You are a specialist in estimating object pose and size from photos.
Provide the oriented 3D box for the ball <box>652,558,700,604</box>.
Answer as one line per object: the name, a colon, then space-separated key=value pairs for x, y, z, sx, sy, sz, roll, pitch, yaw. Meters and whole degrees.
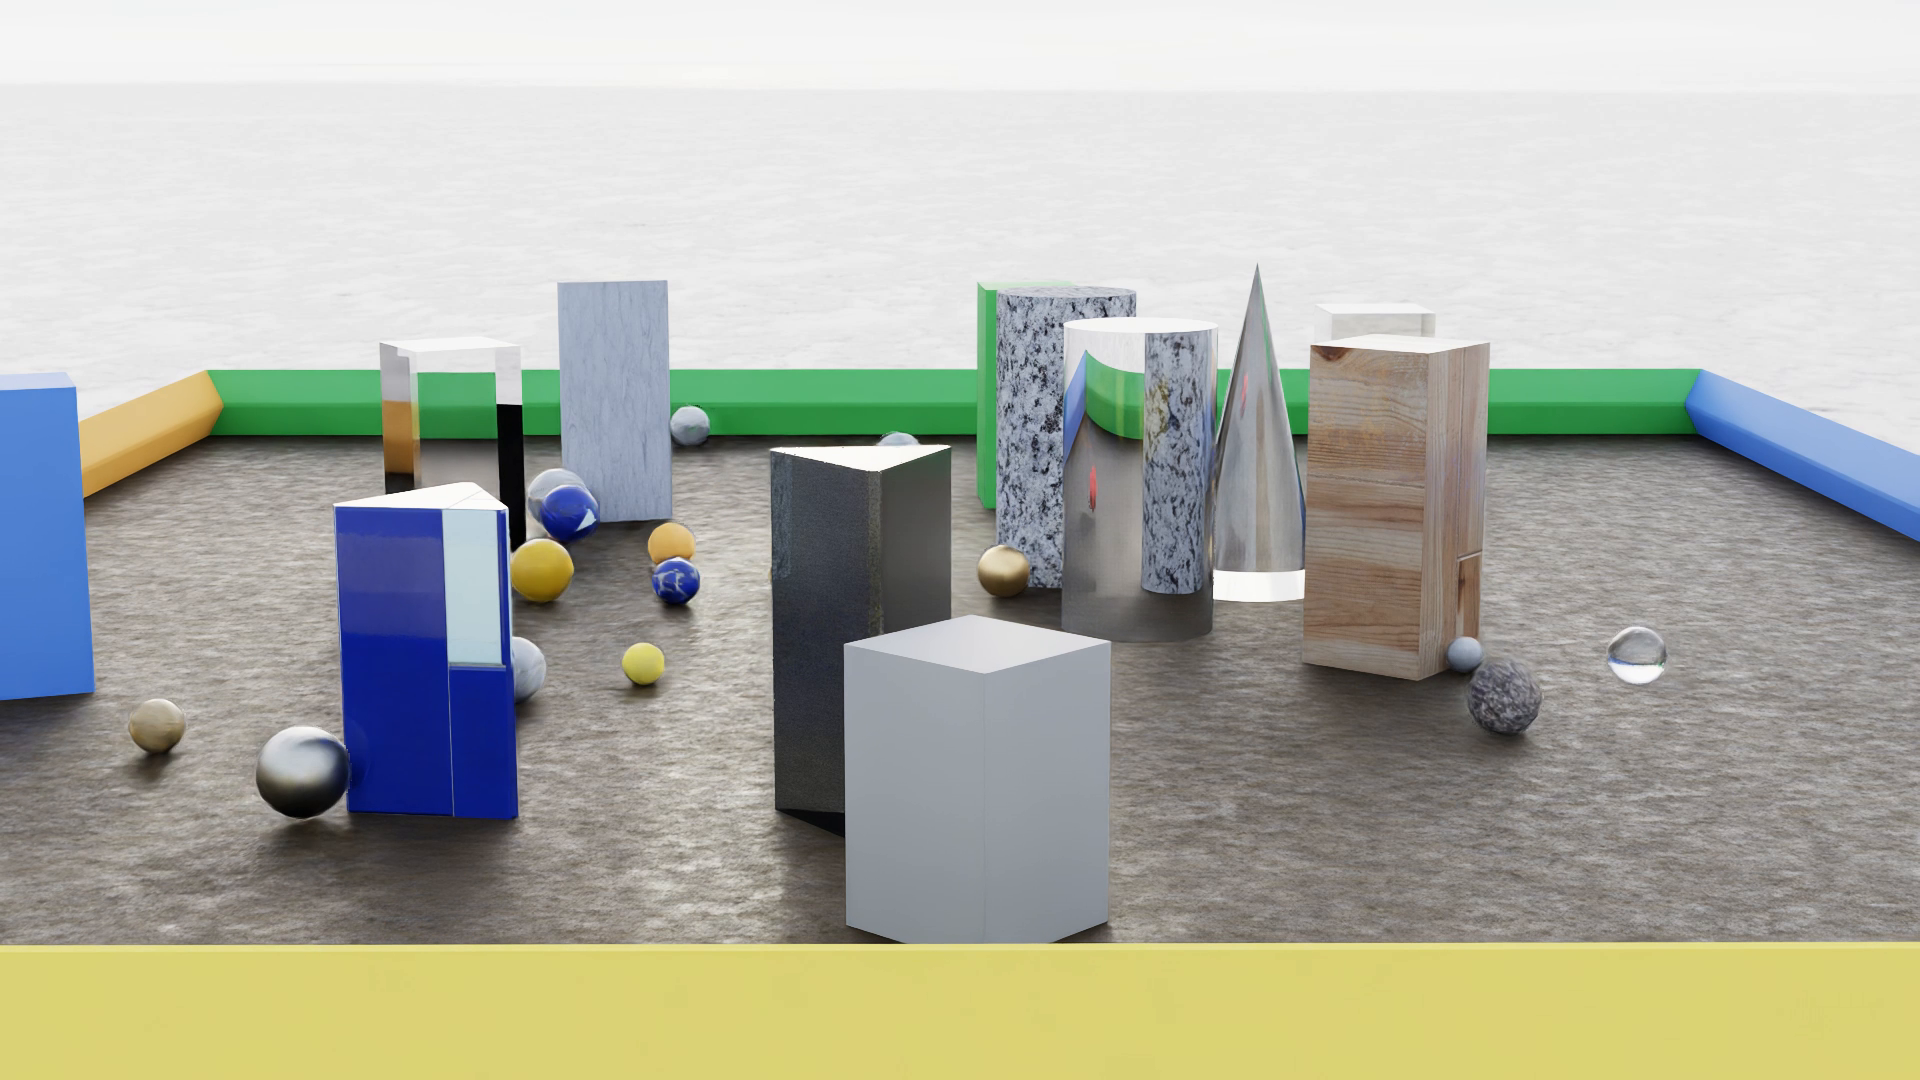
ball: x=-0.388 y=0.056 z=3.507 sx=0.065 sy=0.065 sz=0.065 roll=0 pitch=10 yaw=0

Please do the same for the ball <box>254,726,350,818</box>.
ball: x=-0.641 y=0.226 z=2.499 sx=0.090 sy=0.090 sz=0.090 roll=0 pitch=10 yaw=0

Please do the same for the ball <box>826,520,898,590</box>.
ball: x=-0.138 y=0.021 z=3.600 sx=0.100 sy=0.100 sz=0.100 roll=0 pitch=10 yaw=0

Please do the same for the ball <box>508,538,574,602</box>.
ball: x=-0.575 y=0.042 z=3.524 sx=0.088 sy=0.088 sz=0.088 roll=0 pitch=10 yaw=0

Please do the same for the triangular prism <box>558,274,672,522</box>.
triangular prism: x=-0.571 y=-0.235 z=4.195 sx=0.173 sy=0.388 sz=0.149 roll=-3 pitch=11 yaw=-14

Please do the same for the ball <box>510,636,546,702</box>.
ball: x=-0.518 y=0.150 z=2.971 sx=0.076 sy=0.076 sz=0.076 roll=0 pitch=10 yaw=0

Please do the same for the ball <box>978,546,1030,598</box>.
ball: x=0.061 y=0.043 z=3.557 sx=0.072 sy=0.072 sz=0.072 roll=0 pitch=10 yaw=0

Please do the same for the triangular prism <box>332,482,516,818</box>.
triangular prism: x=-0.512 y=0.106 z=2.572 sx=0.173 sy=0.308 sz=0.149 roll=1 pitch=11 yaw=7

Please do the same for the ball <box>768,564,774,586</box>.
ball: x=-0.247 y=0.049 z=3.603 sx=0.044 sy=0.044 sz=0.044 roll=0 pitch=10 yaw=0

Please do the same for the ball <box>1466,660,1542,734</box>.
ball: x=0.600 y=0.174 z=2.828 sx=0.081 sy=0.081 sz=0.081 roll=0 pitch=10 yaw=0

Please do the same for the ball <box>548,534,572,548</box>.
ball: x=-0.610 y=-0.008 z=3.922 sx=0.042 sy=0.042 sz=0.042 roll=0 pitch=10 yaw=0

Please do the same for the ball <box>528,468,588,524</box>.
ball: x=-0.639 y=-0.065 z=4.077 sx=0.097 sy=0.097 sz=0.097 roll=0 pitch=10 yaw=0

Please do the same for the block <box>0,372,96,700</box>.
block: x=-1.123 y=-0.007 z=3.032 sx=0.159 sy=0.362 sz=0.159 roll=-4 pitch=11 yaw=-23

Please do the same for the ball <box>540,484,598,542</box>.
ball: x=-0.585 y=-0.040 z=3.841 sx=0.087 sy=0.087 sz=0.087 roll=0 pitch=10 yaw=0

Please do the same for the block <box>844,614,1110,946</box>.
block: x=0.015 y=0.208 z=2.186 sx=0.159 sy=0.247 sz=0.159 roll=9 pitch=14 yaw=42

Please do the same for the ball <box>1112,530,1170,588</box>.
ball: x=0.255 y=0.028 z=3.620 sx=0.081 sy=0.081 sz=0.081 roll=0 pitch=10 yaw=0

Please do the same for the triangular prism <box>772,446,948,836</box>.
triangular prism: x=-0.071 y=0.093 z=2.495 sx=0.149 sy=0.360 sz=0.173 roll=-8 pitch=13 yaw=-36

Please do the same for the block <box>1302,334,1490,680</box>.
block: x=0.535 y=-0.045 z=3.151 sx=0.159 sy=0.394 sz=0.159 roll=8 pitch=13 yaw=37

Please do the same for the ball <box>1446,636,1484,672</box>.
ball: x=0.614 y=0.139 z=3.118 sx=0.044 sy=0.044 sz=0.044 roll=0 pitch=10 yaw=0

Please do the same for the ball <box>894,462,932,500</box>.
ball: x=-0.080 y=-0.101 z=4.358 sx=0.064 sy=0.064 sz=0.064 roll=0 pitch=10 yaw=0

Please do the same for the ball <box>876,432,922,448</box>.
ball: x=-0.107 y=-0.146 z=4.539 sx=0.088 sy=0.088 sz=0.088 roll=0 pitch=10 yaw=0

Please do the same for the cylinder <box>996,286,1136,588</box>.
cylinder: x=0.151 y=-0.151 z=3.682 sx=0.199 sy=0.410 sz=0.199 roll=0 pitch=10 yaw=0

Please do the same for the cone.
cone: x=0.411 y=-0.160 z=3.588 sx=0.199 sy=0.461 sz=0.199 roll=0 pitch=10 yaw=0

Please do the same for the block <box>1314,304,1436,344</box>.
block: x=0.644 y=-0.186 z=4.021 sx=0.159 sy=0.354 sz=0.159 roll=0 pitch=10 yaw=-2

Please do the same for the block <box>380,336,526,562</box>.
block: x=-0.757 y=-0.133 z=3.831 sx=0.159 sy=0.320 sz=0.159 roll=-6 pitch=12 yaw=-31

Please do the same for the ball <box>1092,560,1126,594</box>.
ball: x=0.207 y=0.051 z=3.581 sx=0.048 sy=0.048 sz=0.048 roll=0 pitch=10 yaw=0

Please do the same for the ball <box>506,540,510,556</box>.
ball: x=-0.687 y=0.017 z=3.690 sx=0.076 sy=0.076 sz=0.076 roll=0 pitch=10 yaw=0

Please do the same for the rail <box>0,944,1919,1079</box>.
rail: x=0.010 y=0.339 z=1.797 sx=2.984 sy=0.129 sz=0.045 roll=0 pitch=10 yaw=0

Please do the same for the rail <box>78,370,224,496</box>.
rail: x=-1.468 y=0.035 z=3.440 sx=0.045 sy=0.129 sz=3.406 roll=0 pitch=10 yaw=0

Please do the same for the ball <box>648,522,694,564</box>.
ball: x=-0.423 y=0.009 z=3.757 sx=0.068 sy=0.068 sz=0.068 roll=0 pitch=10 yaw=0

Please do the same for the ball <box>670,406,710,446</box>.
ball: x=-0.523 y=-0.220 z=4.964 sx=0.079 sy=0.079 sz=0.079 roll=0 pitch=10 yaw=0

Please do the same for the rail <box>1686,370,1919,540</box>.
rail: x=1.468 y=0.032 z=3.457 sx=0.045 sy=0.129 sz=3.406 roll=0 pitch=10 yaw=0

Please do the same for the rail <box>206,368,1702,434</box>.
rail: x=-0.010 y=-0.272 z=5.100 sx=2.984 sy=0.129 sz=0.045 roll=0 pitch=10 yaw=0

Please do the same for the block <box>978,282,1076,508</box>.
block: x=0.115 y=-0.247 z=4.325 sx=0.159 sy=0.364 sz=0.159 roll=-1 pitch=11 yaw=-4

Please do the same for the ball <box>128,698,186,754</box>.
ball: x=-0.861 y=0.199 z=2.752 sx=0.058 sy=0.058 sz=0.058 roll=0 pitch=10 yaw=0

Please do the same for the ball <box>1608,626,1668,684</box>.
ball: x=0.807 y=0.138 z=3.055 sx=0.069 sy=0.069 sz=0.069 roll=0 pitch=10 yaw=0

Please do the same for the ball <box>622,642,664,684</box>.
ball: x=-0.377 y=0.147 z=3.057 sx=0.050 sy=0.050 sz=0.050 roll=0 pitch=10 yaw=0

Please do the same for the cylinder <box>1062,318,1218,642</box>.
cylinder: x=0.233 y=-0.082 z=3.340 sx=0.199 sy=0.397 sz=0.199 roll=0 pitch=10 yaw=0
